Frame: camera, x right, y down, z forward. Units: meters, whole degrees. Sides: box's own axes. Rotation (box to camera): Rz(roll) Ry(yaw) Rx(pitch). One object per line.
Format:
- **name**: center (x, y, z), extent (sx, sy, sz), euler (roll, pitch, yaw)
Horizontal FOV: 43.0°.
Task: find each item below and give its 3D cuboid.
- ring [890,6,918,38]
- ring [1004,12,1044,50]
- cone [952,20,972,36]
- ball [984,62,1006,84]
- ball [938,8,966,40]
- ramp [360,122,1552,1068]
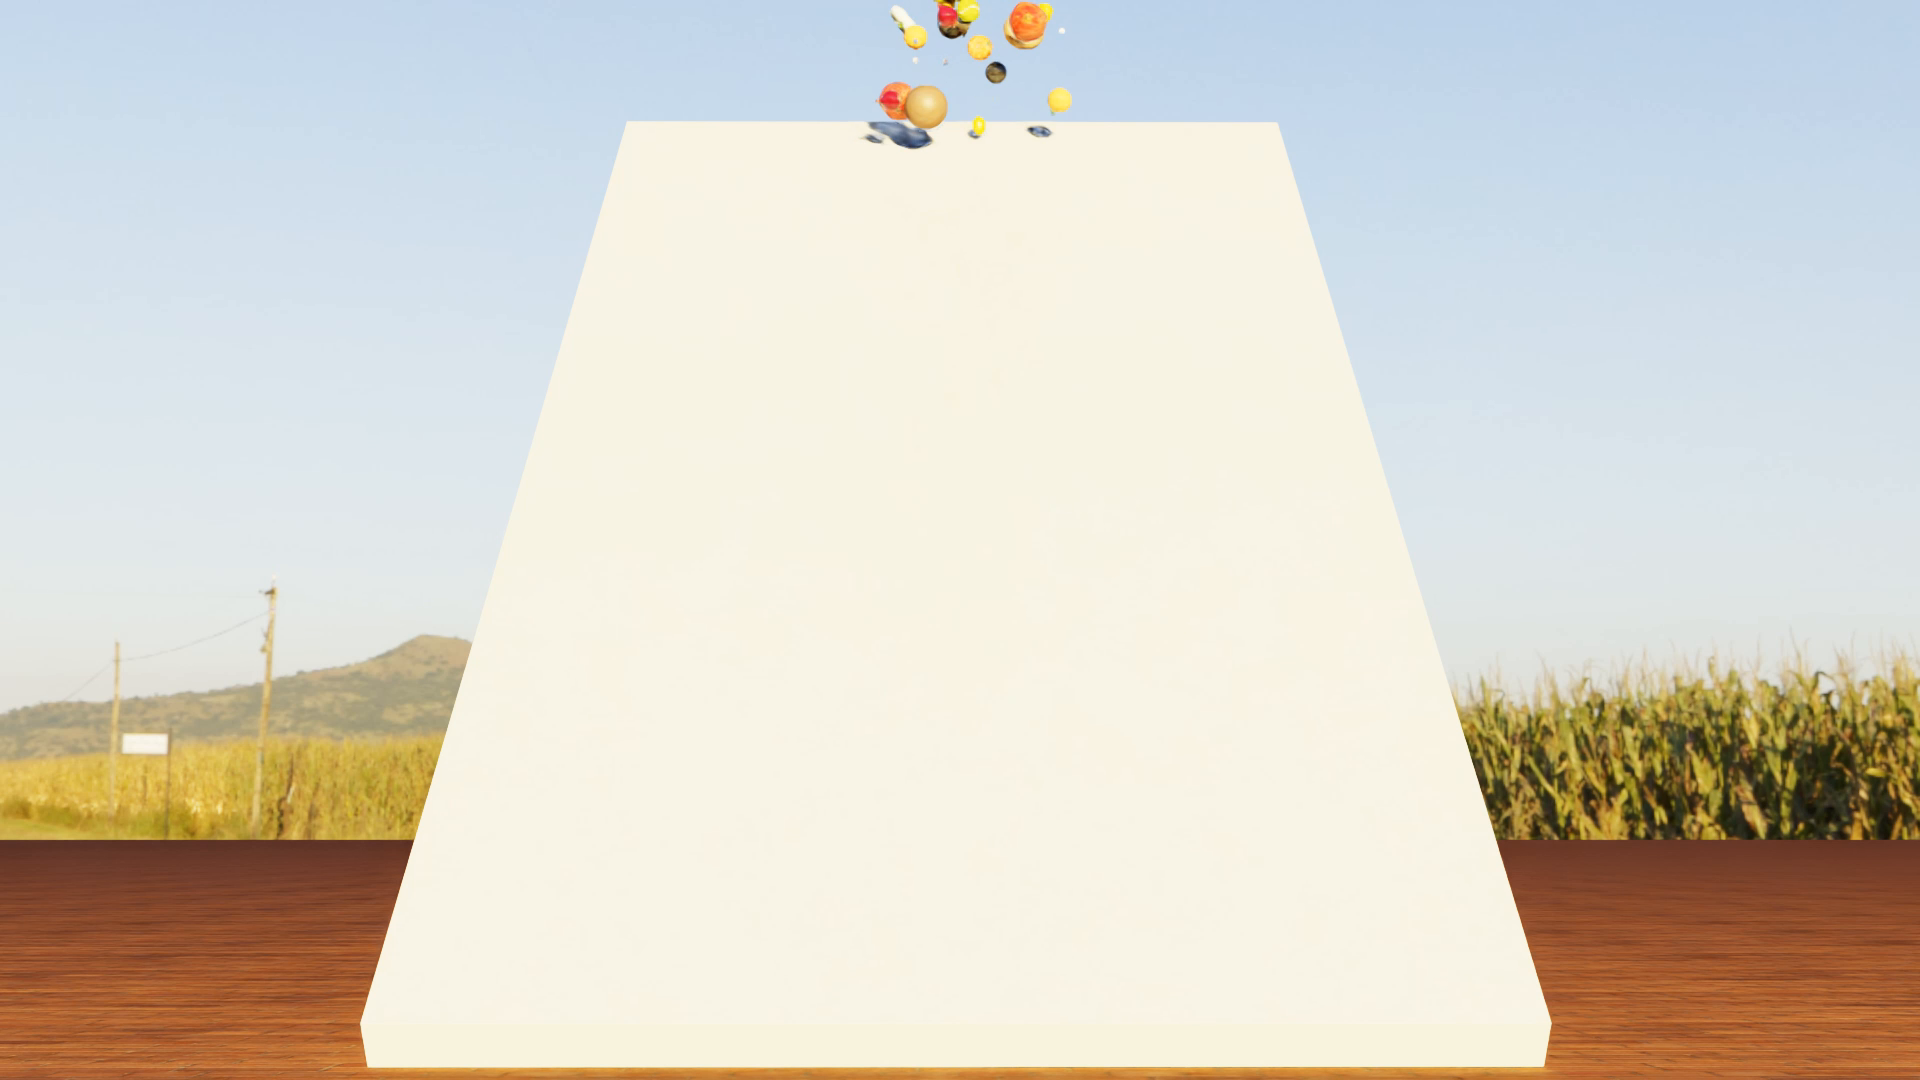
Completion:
- **ring**: center (-0.169, -1.576, 7.426), extent (0.039, 0.116, 0.116), euler (-39, -10, 1)
- **ring**: center (0.193, -1.532, 7.334), extent (0.127, 0.127, 0.042), euler (1, -19, -10)
- **cone**: center (0.002, -1.534, 7.265), extent (0.054, 0.054, 0.054), euler (26, -11, -6)
- **ball**: center (0.108, -1.406, 7.339), extent (0.066, 0.066, 0.066), euler (0, -7, 0)
- **ball**: center (-0.024, -1.574, 7.443), extent (0.091, 0.091, 0.091), euler (0, -7, 0)
- **ramp**: center (-0.015, -0.194, 5.826), extent (2.000, 0.100, 4.000), euler (0, 32, 0)
